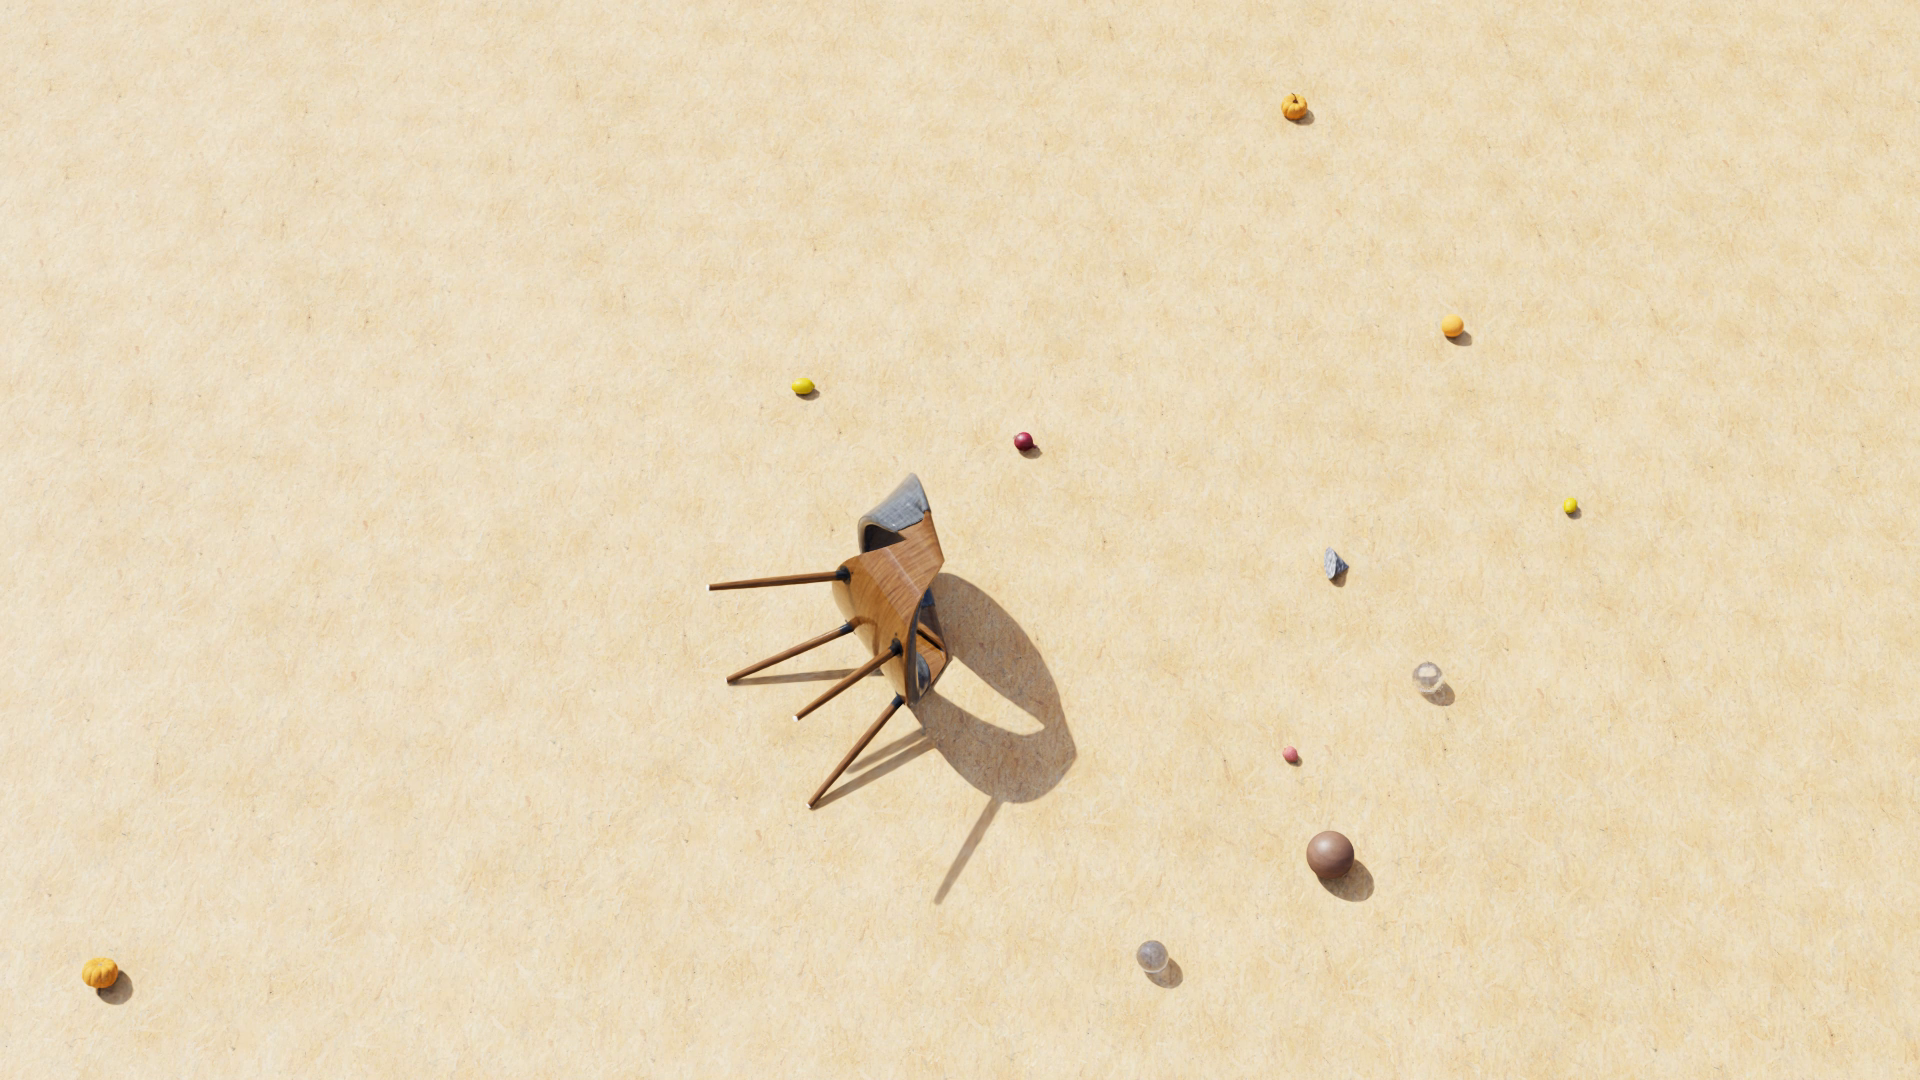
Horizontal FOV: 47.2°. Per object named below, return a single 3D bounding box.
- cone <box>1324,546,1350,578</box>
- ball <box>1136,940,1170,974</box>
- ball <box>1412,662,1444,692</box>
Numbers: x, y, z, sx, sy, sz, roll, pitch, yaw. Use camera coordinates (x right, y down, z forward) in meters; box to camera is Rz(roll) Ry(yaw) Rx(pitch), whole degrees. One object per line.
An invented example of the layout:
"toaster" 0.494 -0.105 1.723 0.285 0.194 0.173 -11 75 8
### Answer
"cone" 1.124 0.074 6.508 0.069 0.059 0.108 12 51 -22
"ball" 0.507 1.095 5.787 0.087 0.087 0.087 0 56 0
"ball" 1.332 0.390 6.261 0.085 0.085 0.085 0 56 0
